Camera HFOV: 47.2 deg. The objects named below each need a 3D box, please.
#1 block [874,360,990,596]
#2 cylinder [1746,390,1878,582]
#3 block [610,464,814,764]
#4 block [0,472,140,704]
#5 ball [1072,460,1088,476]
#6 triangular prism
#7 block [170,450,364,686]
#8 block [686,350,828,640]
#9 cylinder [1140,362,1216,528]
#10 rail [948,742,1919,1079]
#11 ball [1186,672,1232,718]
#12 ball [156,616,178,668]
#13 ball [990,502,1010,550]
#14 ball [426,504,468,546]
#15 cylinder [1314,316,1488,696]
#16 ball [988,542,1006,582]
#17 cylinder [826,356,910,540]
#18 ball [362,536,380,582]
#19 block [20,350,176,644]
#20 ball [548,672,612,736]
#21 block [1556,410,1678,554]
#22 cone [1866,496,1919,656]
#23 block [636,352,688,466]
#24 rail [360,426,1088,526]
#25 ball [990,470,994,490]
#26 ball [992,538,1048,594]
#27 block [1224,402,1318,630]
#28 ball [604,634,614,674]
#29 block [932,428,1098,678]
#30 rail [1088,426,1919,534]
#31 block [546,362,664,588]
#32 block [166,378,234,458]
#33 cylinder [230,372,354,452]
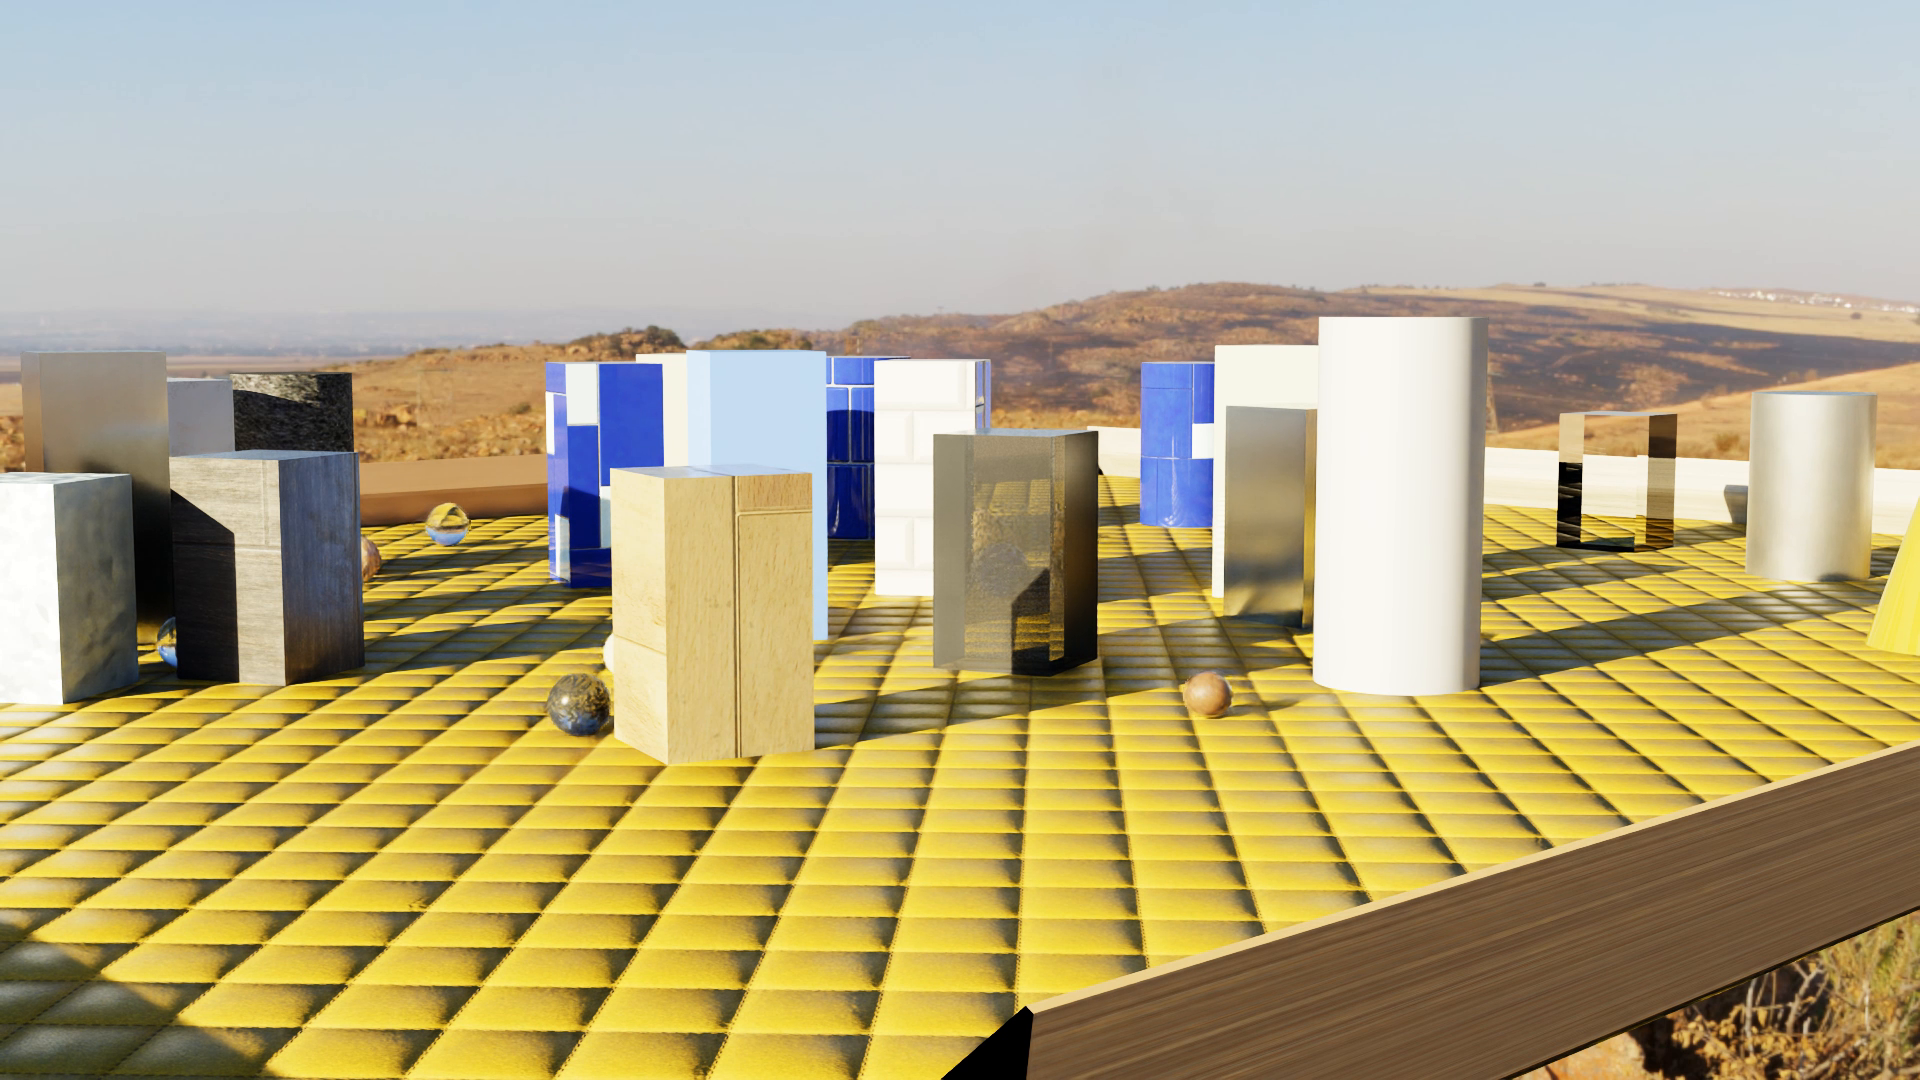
[{"bbox_3d":[-0.041,-0.103,3.502,0.157,0.365,0.157,1,6,10],"label":"block"},{"bbox_3d":[1.431,-0.094,3.701,0.197,0.306,0.197,0,6,0],"label":"cylinder"},{"bbox_3d":[-0.254,0.070,2.251,0.157,0.282,0.157,-3,7,-28],"label":"block"},{"bbox_3d":[-1.079,0.052,2.569,0.157,0.250,0.157,1,6,11],"label":"block"},{"bbox_3d":[0.323,-0.195,5.926,0.045,0.045,0.045,0,6,0],"label":"ball"},{"bbox_3d":[0.482,-0.113,3.479,0.170,0.390,0.148,0,6,1],"label":"triangular prism"},{"bbox_3d":[-0.848,0.029,2.701,0.157,0.269,0.157,2,6,20],"label":"block"},{"bbox_3d":[-0.279,-0.063,3.009,0.157,0.389,0.157,-2,6,-18],"label":"block"},{"bbox_3d":[0.475,-0.202,4.595,0.197,0.336,0.197,0,6,0],"label":"cylinder"},{"bbox_3d":[1.165,0.164,2.077,4.160,0.128,0.045,-5,8,-42],"label":"rail"},{"bbox_3d":[0.273,0.169,2.409,0.051,0.051,0.051,0,6,0],"label":"ball"},{"bbox_3d":[-0.964,0.127,2.736,0.068,0.068,0.068,0,6,0],"label":"ball"},{"bbox_3d":[0.048,-0.025,4.079,0.091,0.091,0.091,0,6,0],"label":"ball"},{"bbox_3d":[-0.972,-0.029,4.167,0.079,0.079,0.079,0,6,0],"label":"ball"},{"bbox_3d":[0.525,-0.047,2.625,0.197,0.436,0.197,0,6,0],"label":"cylinder"},{"bbox_3d":[0.082,0.039,3.551,0.074,0.074,0.074,0,6,0],"label":"ball"},{"bbox_3d":[-0.195,-0.185,4.348,0.197,0.353,0.197,0,6,0],"label":"cylinder"},{"bbox_3d":[-0.989,0.032,3.606,0.076,0.076,0.076,0,6,0],"label":"ball"},{"bbox_3d":[-1.163,-0.059,2.968,0.157,0.389,0.157,-4,7,-31],"label":"block"},{"bbox_3d":[-0.400,0.172,2.309,0.067,0.067,0.067,0,6,0],"label":"ball"},{"bbox_3d":[1.235,-0.112,4.135,0.157,0.252,0.157,6,8,43],"label":"block"},{"bbox_3d":[1.307,-0.024,2.902,0.197,0.332,0.197,0,6,0],"label":"cone"},{"bbox_3d":[-0.474,-0.149,3.939,0.157,0.367,0.157,1,6,13],"label":"block"},{"bbox_3d":[-1.165,-0.098,4.587,4.160,0.128,0.045,-5,8,-42],"label":"rail"},{"bbox_3d":[0.046,-0.142,5.274,0.074,0.074,0.074,0,6,0],"label":"ball"},{"bbox_3d":[0.095,0.041,3.471,0.085,0.085,0.085,0,6,0],"label":"ball"},{"bbox_3d":[0.494,-0.040,3.174,0.157,0.308,0.157,-5,8,-38],"label":"block"},{"bbox_3d":[-0.397,0.137,2.649,0.066,0.066,0.066,0,6,0],"label":"ball"},{"bbox_3d":[0.071,0.010,2.767,0.157,0.293,0.157,3,7,25],"label":"block"},{"bbox_3d":[1.511,-0.112,4.719,0.045,0.128,3.482,-5,8,-42],"label":"rail"},{"bbox_3d":[-0.583,-0.111,3.615,0.157,0.359,0.157,-2,6,-22],"label":"block"},{"bbox_3d":[-1.273,-0.089,3.525,0.157,0.334,0.157,6,8,43],"label":"block"},{"bbox_3d":[-1.122,-0.111,3.706,0.197,0.339,0.197,0,6,0],"label":"cylinder"}]
